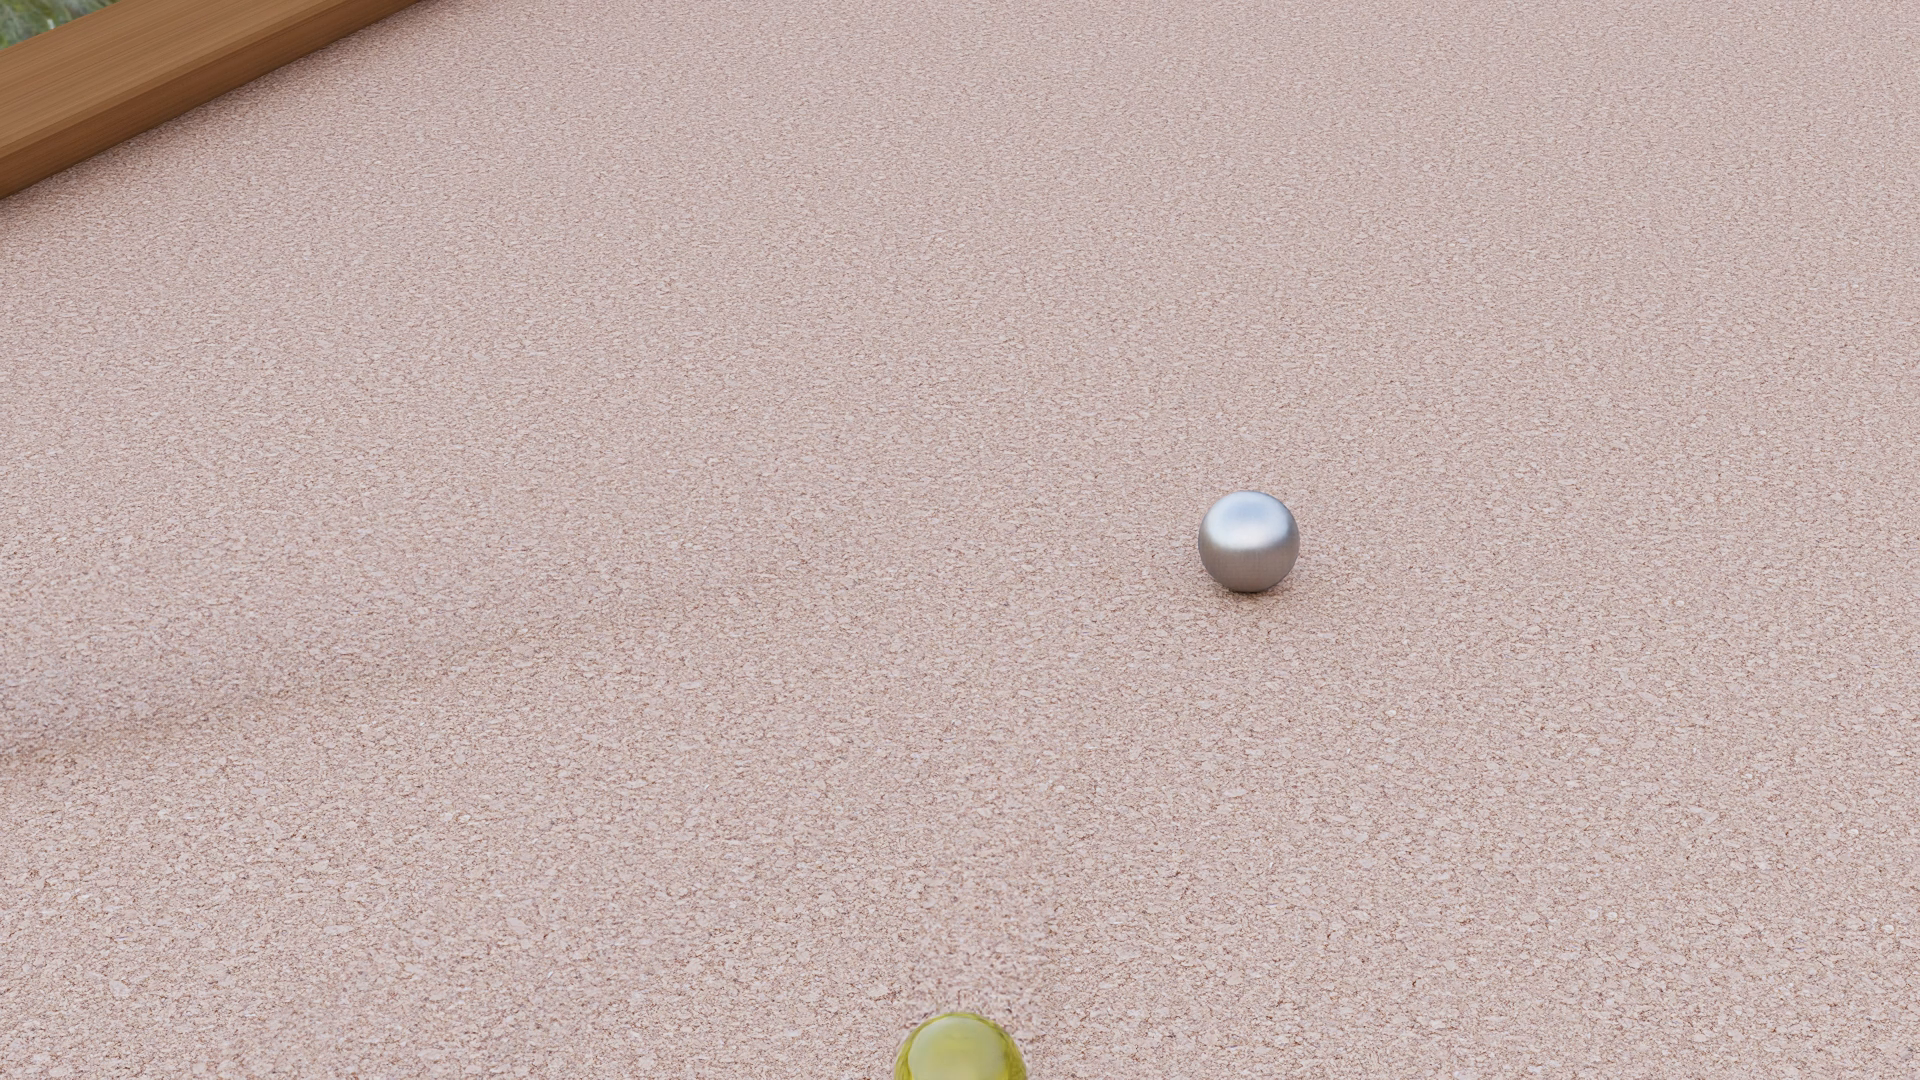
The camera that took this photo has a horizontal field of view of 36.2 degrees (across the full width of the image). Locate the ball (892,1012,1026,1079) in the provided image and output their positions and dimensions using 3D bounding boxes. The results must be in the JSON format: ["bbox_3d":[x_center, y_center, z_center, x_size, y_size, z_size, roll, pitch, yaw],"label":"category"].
[{"bbox_3d":[0.000,0.237,1.294,0.059,0.059,0.059,0,27,0],"label":"ball"}]

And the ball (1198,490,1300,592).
[{"bbox_3d":[0.173,0.001,1.757,0.061,0.061,0.061,0,27,0],"label":"ball"}]

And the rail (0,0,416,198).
[{"bbox_3d":[-0.509,-0.567,2.811,0.045,0.115,3.567,11,29,21],"label":"rail"}]
